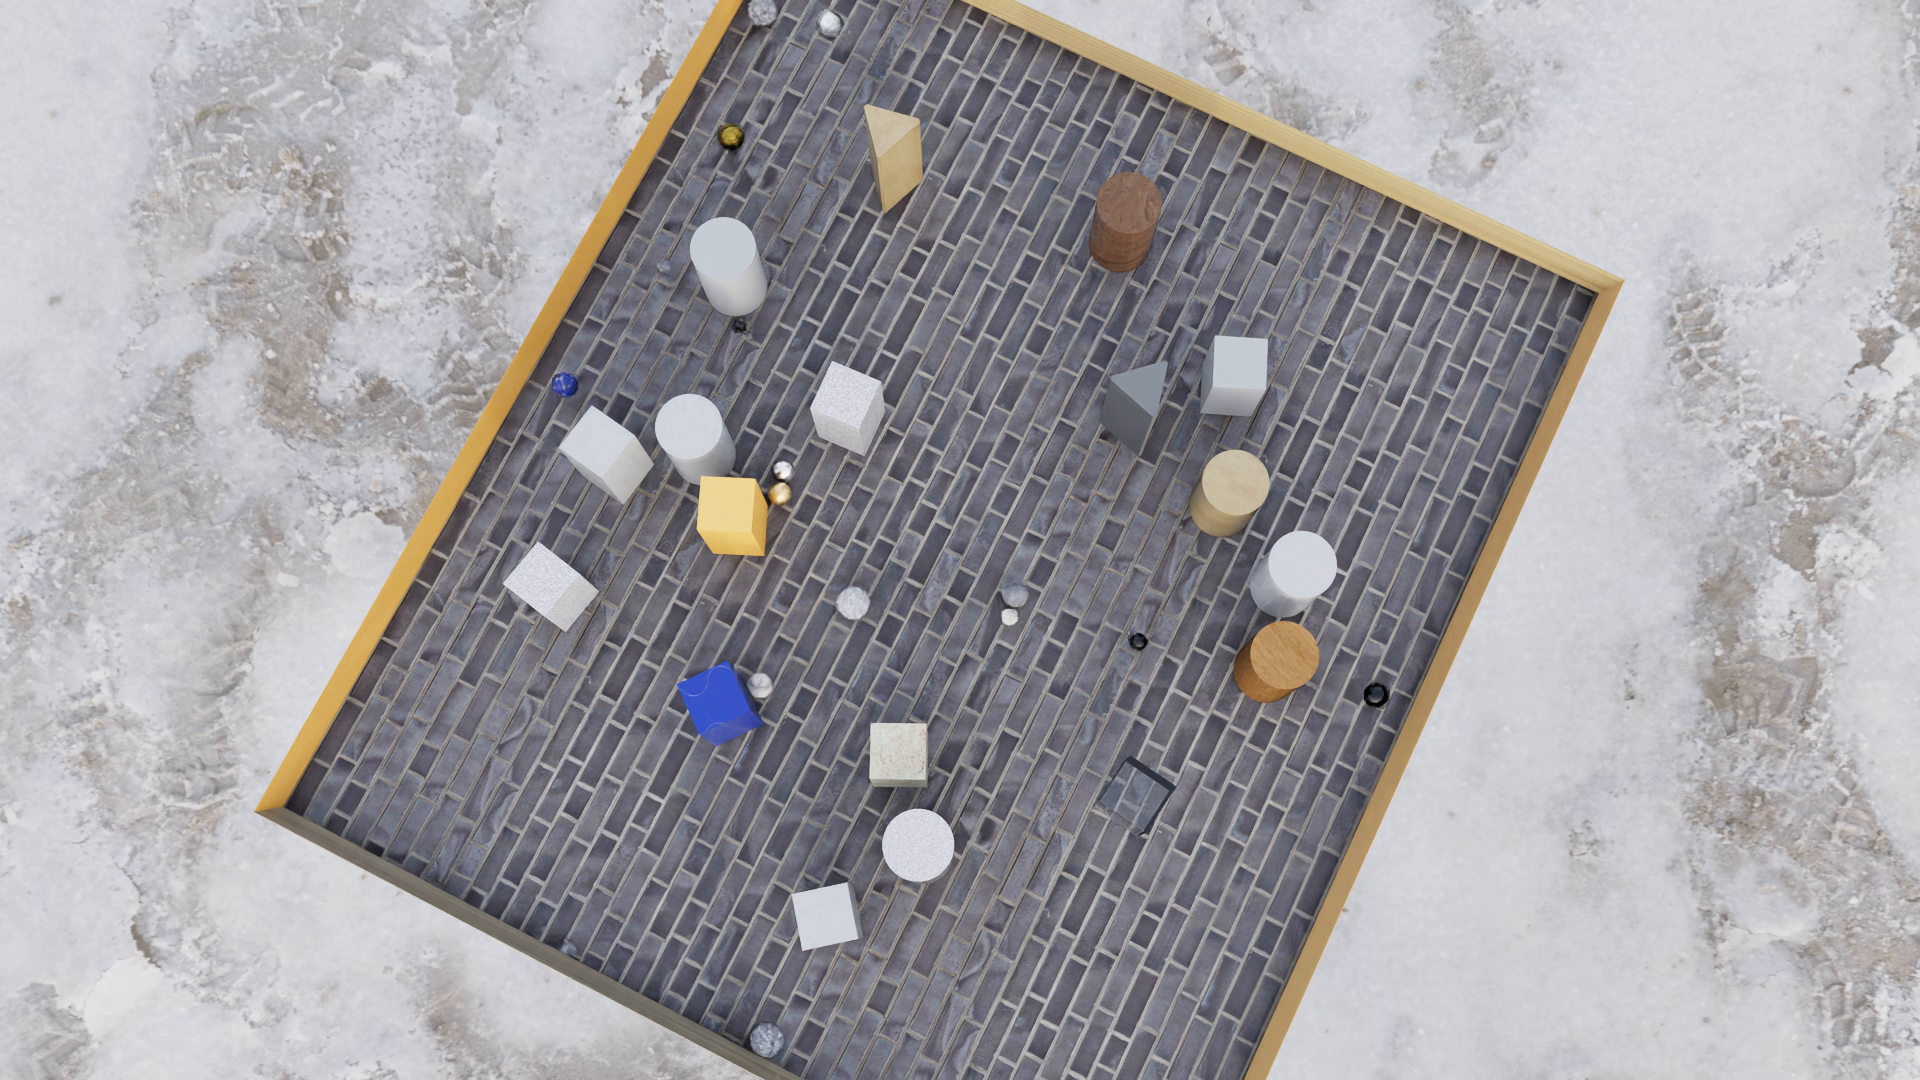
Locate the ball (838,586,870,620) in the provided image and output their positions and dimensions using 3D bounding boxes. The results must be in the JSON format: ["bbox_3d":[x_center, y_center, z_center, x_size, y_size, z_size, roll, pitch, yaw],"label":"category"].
[{"bbox_3d":[-0.322,0.190,5.527,0.098,0.098,0.098,0,78,0],"label":"ball"}]

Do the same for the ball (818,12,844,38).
[{"bbox_3d":[-0.418,-1.665,5.919,0.082,0.082,0.082,0,78,0],"label":"ball"}]

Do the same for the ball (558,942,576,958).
[{"bbox_3d":[-1.144,1.199,5.342,0.052,0.052,0.052,0,78,0],"label":"ball"}]

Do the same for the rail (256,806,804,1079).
[{"bbox_3d":[-0.725,1.428,5.255,2.944,0.128,0.045,26,80,5],"label":"rail"}]

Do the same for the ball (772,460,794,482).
[{"bbox_3d":[-0.543,-0.211,5.624,0.072,0.072,0.072,0,78,0],"label":"ball"}]

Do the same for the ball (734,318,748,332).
[{"bbox_3d":[-0.687,-0.672,5.735,0.041,0.041,0.041,0,78,0],"label":"ball"}]

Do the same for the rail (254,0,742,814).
[{"bbox_3d":[-1.295,-0.627,5.680,0.045,0.128,3.292,26,80,5],"label":"rail"}]

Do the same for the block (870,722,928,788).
[{"bbox_3d":[-0.175,0.628,5.324,0.157,0.318,0.157,1,78,0],"label":"block"}]

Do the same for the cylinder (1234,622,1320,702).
[{"bbox_3d":[0.924,0.361,5.374,0.196,0.329,0.196,0,78,0],"label":"cylinder"}]

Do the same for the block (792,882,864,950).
[{"bbox_3d":[-0.376,1.077,5.242,0.157,0.298,0.157,-12,79,-2],"label":"block"}]

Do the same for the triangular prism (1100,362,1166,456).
[{"bbox_3d":[0.544,-0.414,5.471,0.170,0.454,0.147,43,81,8],"label":"triangular prism"}]

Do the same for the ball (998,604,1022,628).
[{"bbox_3d":[0.151,0.231,5.542,0.076,0.076,0.076,0,78,0],"label":"ball"}]

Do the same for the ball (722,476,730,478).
[{"bbox_3d":[-0.719,-0.157,5.610,0.077,0.077,0.077,0,78,0],"label":"ball"}]

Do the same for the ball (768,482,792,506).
[{"bbox_3d":[-0.552,-0.141,5.608,0.073,0.073,0.073,0,78,0],"label":"ball"}]

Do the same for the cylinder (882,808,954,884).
[{"bbox_3d":[-0.114,0.876,5.213,0.196,0.435,0.196,0,78,0],"label":"cylinder"}]

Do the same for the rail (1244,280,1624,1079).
[{"bbox_3d":[1.295,0.641,5.418,0.045,0.128,3.292,26,80,5],"label":"rail"}]

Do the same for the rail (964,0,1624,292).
[{"bbox_3d":[0.725,-1.414,5.843,2.944,0.128,0.045,26,80,5],"label":"rail"}]

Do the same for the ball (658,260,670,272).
[{"bbox_3d":[-0.931,-0.863,5.774,0.041,0.041,0.041,0,78,0],"label":"ball"}]

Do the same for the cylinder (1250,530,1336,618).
[{"bbox_3d":[0.982,0.105,5.418,0.196,0.346,0.196,0,78,0],"label":"cylinder"}]

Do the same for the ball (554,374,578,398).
[{"bbox_3d":[-1.220,-0.478,5.677,0.076,0.076,0.076,0,78,0],"label":"ball"}]

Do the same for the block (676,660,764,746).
[{"bbox_3d":[-0.693,0.480,5.330,0.157,0.367,0.157,-25,79,-5],"label":"block"}]

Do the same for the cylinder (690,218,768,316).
[{"bbox_3d":[-0.706,-0.834,5.618,0.196,0.336,0.196,0,78,0],"label":"cylinder"}]

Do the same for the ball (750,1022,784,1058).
[{"bbox_3d":[-0.556,1.437,5.269,0.098,0.098,0.098,0,78,0],"label":"ball"}]

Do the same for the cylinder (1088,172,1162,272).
[{"bbox_3d":[0.506,-0.975,5.647,0.196,0.335,0.196,0,78,0],"label":"cylinder"}]

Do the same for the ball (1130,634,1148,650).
[{"bbox_3d":[0.539,0.308,5.526,0.052,0.052,0.052,0,78,0],"label":"ball"}]

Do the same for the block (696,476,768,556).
[{"bbox_3d":[-0.673,-0.068,5.449,0.157,0.355,0.157,3,78,1],"label":"block"}]

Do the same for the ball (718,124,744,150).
[{"bbox_3d":[-0.728,-1.283,5.841,0.081,0.081,0.081,0,78,0],"label":"ball"}]

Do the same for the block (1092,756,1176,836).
[{"bbox_3d":[0.504,0.746,5.322,0.157,0.275,0.157,34,80,7],"label":"block"}]

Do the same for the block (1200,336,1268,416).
[{"bbox_3d":[0.830,-0.496,5.569,0.157,0.293,0.157,4,78,1],"label":"block"}]

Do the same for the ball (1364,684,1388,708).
[{"bbox_3d":[1.244,0.465,5.483,0.074,0.074,0.074,0,78,0],"label":"ball"}]

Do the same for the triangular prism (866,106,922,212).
[{"bbox_3d":[-0.231,-1.195,5.642,0.170,0.434,0.147,-43,81,-8],"label":"triangular prism"}]

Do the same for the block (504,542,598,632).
[{"bbox_3d":[-1.210,0.142,5.438,0.157,0.291,0.157,37,81,7],"label":"block"}]

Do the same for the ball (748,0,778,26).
[{"bbox_3d":[-0.638,-1.710,5.921,0.096,0.096,0.096,0,78,0],"label":"ball"}]

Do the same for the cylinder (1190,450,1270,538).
[{"bbox_3d":[0.803,-0.136,5.486,0.196,0.311,0.196,0,78,0],"label":"cylinder"}]

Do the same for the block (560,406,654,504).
[{"bbox_3d":[-1.055,-0.251,5.490,0.157,0.349,0.157,35,80,7],"label":"block"}]

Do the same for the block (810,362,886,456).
[{"bbox_3d":[-0.335,-0.393,5.532,0.157,0.325,0.157,23,79,5],"label":"block"}]

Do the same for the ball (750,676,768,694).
[{"bbox_3d":[-0.600,0.434,5.488,0.053,0.053,0.053,0,78,0],"label":"ball"}]

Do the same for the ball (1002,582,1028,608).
[{"bbox_3d":[0.167,0.166,5.543,0.077,0.077,0.077,0,78,0],"label":"ball"}]

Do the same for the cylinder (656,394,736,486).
[{"bbox_3d":[-0.791,-0.298,5.508,0.196,0.333,0.196,0,78,0],"label":"cylinder"}]
